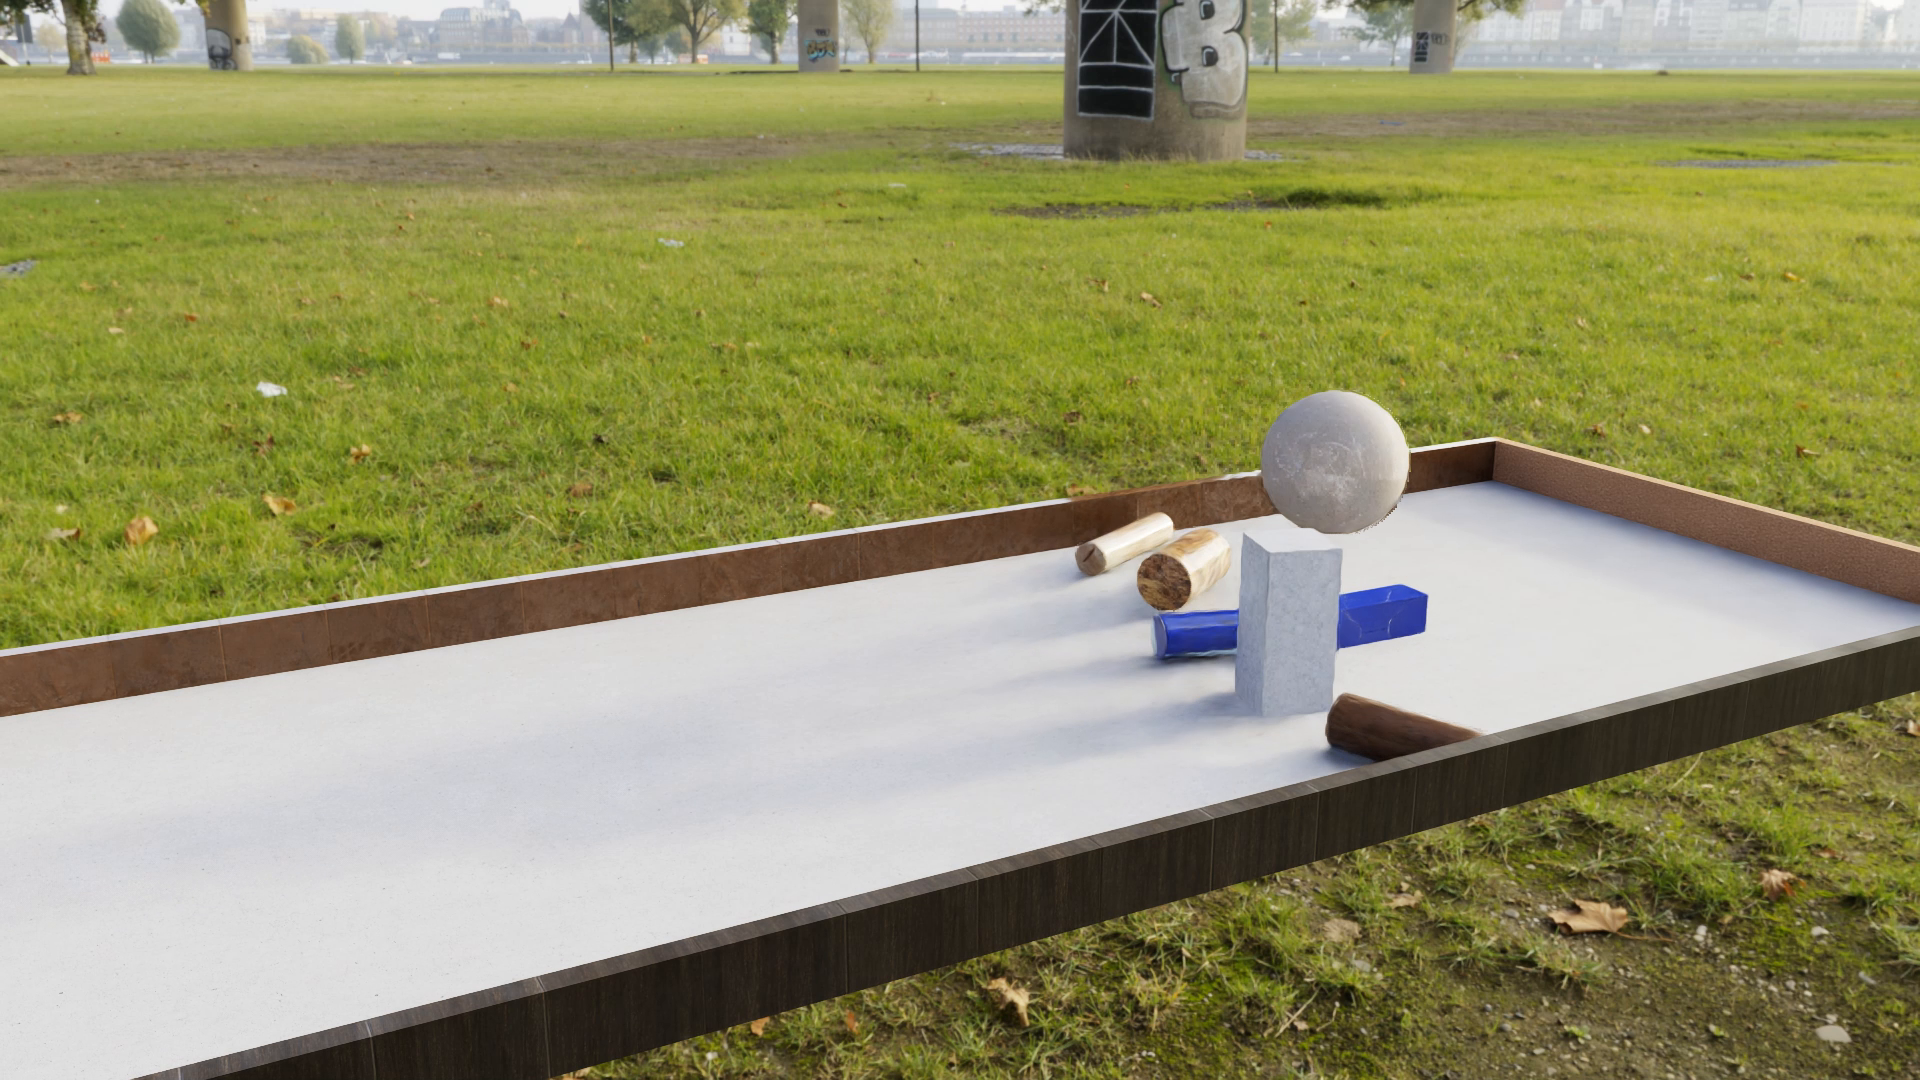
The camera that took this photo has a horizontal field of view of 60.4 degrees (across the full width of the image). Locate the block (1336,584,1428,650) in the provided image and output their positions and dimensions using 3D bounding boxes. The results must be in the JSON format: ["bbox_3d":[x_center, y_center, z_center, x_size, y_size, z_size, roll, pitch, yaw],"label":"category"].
[{"bbox_3d":[1.070,0.211,4.443,0.386,0.109,0.109,-8,18,-25],"label":"block"}]

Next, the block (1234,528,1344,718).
[{"bbox_3d":[0.786,0.196,3.963,0.179,0.409,0.179,-3,17,-11],"label":"block"}]

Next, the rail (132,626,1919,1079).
[{"bbox_3d":[-2.336,1.006,1.665,12.000,0.150,0.050,-9,18,-27],"label":"rail"}]

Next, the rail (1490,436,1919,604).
[{"bbox_3d":[2.466,-0.048,5.253,0.050,0.150,2.100,-9,18,-27],"label":"rail"}]

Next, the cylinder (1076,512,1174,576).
[{"bbox_3d":[0.518,0.010,5.140,0.102,0.102,0.430,12,20,34],"label":"cylinder"}]

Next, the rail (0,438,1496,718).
[{"bbox_3d":[-3.305,0.497,3.399,12.000,0.150,0.050,-9,18,-27],"label":"rail"}]

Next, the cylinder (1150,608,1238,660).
[{"bbox_3d":[0.664,0.244,4.319,0.308,0.116,0.116,-4,17,-13],"label":"cylinder"}]

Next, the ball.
[{"bbox_3d":[1.017,-0.209,4.487,0.394,0.394,0.394,0,16,0],"label":"ball"}]

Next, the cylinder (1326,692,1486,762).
[{"bbox_3d":[0.992,0.442,3.622,0.357,0.128,0.128,15,22,42],"label":"cylinder"}]

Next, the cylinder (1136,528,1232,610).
[{"bbox_3d":[0.652,0.082,4.778,0.167,0.167,0.311,9,19,29],"label":"cylinder"}]
